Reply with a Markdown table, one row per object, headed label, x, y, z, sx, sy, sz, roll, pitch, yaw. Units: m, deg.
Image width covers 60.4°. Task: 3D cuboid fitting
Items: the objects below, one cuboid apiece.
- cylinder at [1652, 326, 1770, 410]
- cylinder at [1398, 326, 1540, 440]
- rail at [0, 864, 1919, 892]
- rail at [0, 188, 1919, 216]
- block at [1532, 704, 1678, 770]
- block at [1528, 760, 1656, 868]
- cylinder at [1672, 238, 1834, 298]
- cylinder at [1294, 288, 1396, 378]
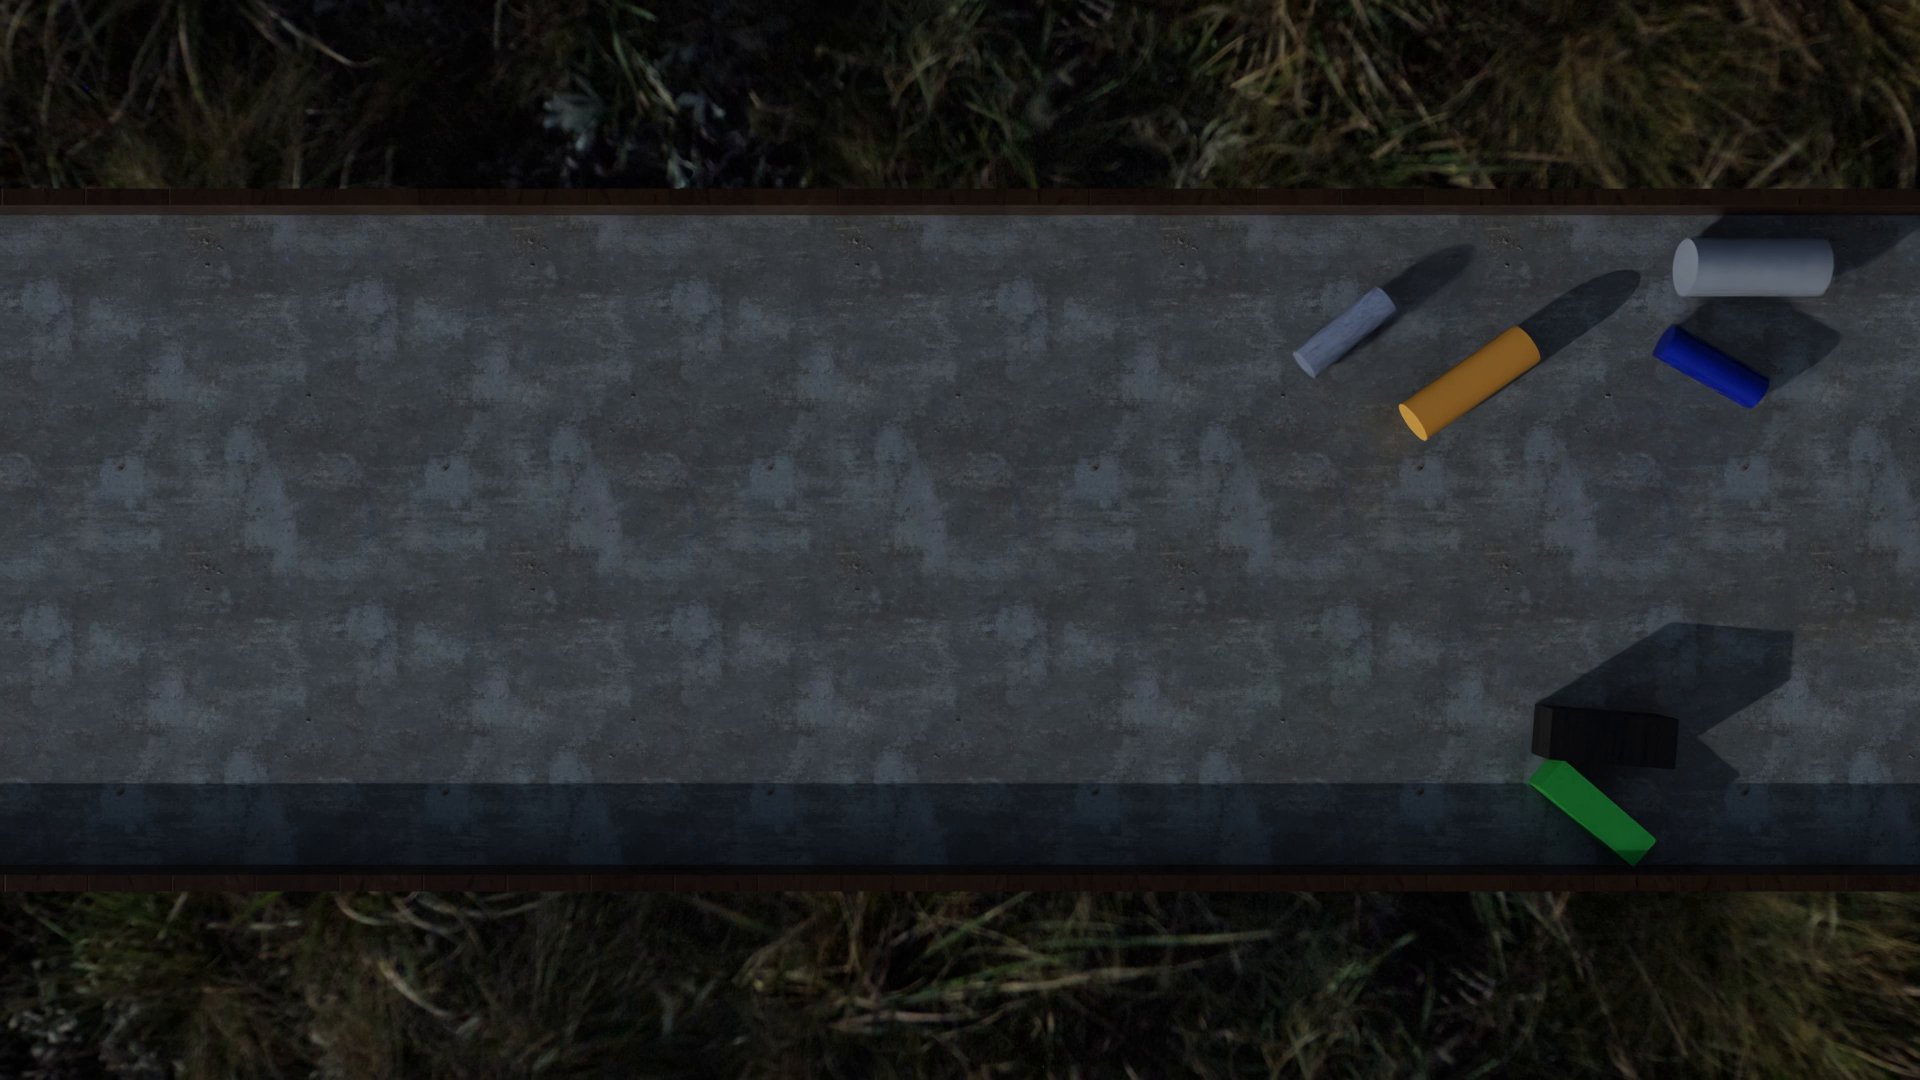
| label | x | y | z | sx | sy | sz | roll | pitch | yaw |
| --- | --- | --- | --- | --- | --- | --- | --- | --- | --- |
| cylinder | 2.287 | -0.524 | 5.023 | 0.326 | 0.106 | 0.106 | 29 | 90 | 0 |
| cylinder | 1.547 | -0.476 | 5.009 | 0.416 | 0.135 | 0.135 | -35 | 90 | 0 |
| rail | -2.247 | 1.025 | 5.001 | 12.000 | 0.150 | 0.050 | 0 | 90 | 0 |
| rail | -2.247 | -1.025 | 5.002 | 12.000 | 0.150 | 0.050 | 0 | 90 | 0 |
| block | 1.953 | 0.595 | 5.001 | 0.378 | 0.151 | 0.151 | 5 | 90 | 0 |
| block | 1.924 | 0.824 | 5.022 | 0.372 | 0.109 | 0.109 | 41 | 90 | 0 |
| cylinder | 2.396 | -0.823 | 4.989 | 0.403 | 0.175 | 0.175 | 0 | 90 | 0 |
| cylinder | 1.173 | -0.632 | 5.025 | 0.316 | 0.103 | 0.103 | -38 | 90 | 0 |
